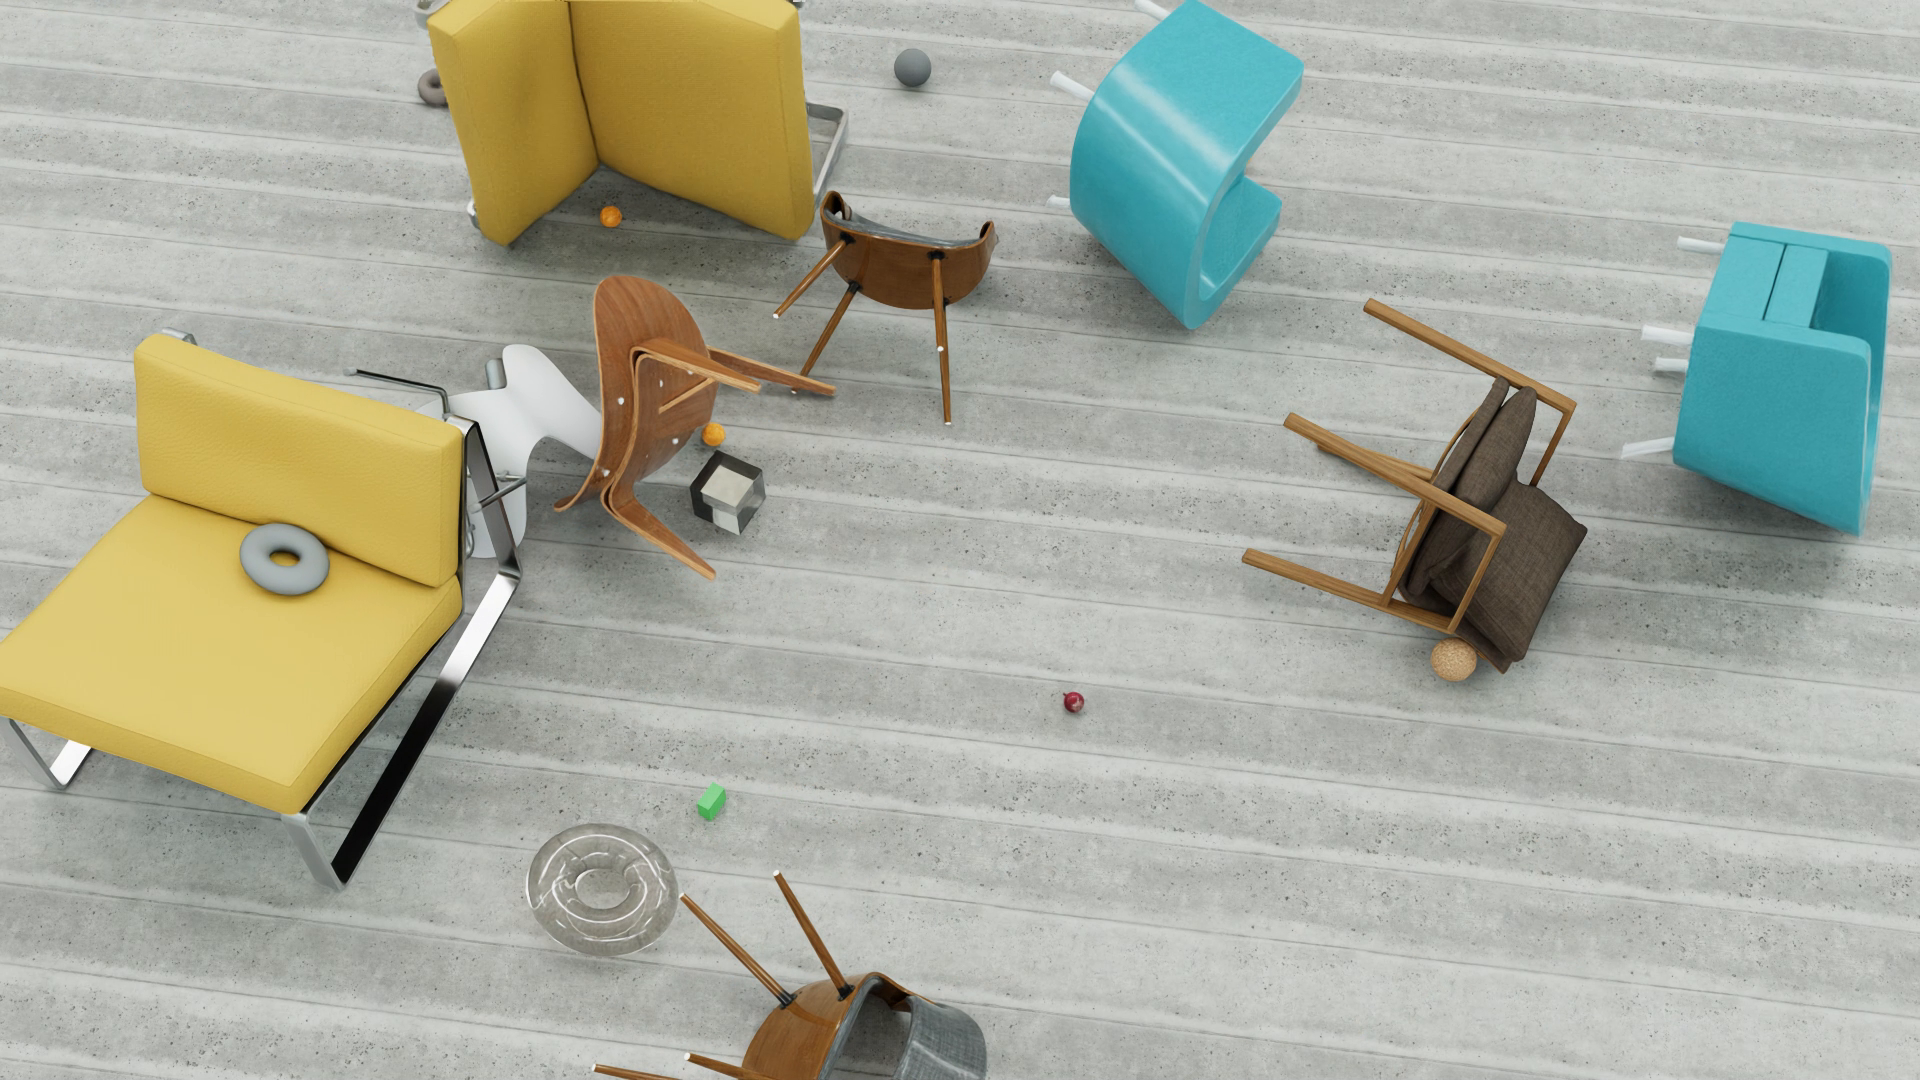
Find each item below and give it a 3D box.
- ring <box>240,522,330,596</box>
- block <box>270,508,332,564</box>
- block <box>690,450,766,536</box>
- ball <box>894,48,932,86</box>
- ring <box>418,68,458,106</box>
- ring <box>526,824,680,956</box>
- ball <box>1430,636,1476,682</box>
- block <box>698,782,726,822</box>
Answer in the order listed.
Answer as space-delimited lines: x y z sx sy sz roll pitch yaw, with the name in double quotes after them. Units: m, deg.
-1.820 0.051 5.925 0.217 0.072 0.271 -29 56 -37 "ring"
-1.981 0.034 6.485 0.174 0.110 0.163 -38 64 -22 "block"
-0.694 -0.142 6.580 0.158 0.149 0.155 24 59 15 "block"
-0.163 -1.630 7.589 0.131 0.131 0.131 0 56 0 "ball"
-1.799 -1.565 7.585 0.139 0.067 0.149 16 59 9 "ring"
-0.955 0.932 5.874 0.424 0.126 0.364 23 60 13 "ring"
1.408 0.340 6.269 0.128 0.128 0.128 0 56 0 "ball"
-0.683 0.719 6.050 0.039 0.068 0.077 26 60 16 "block"
